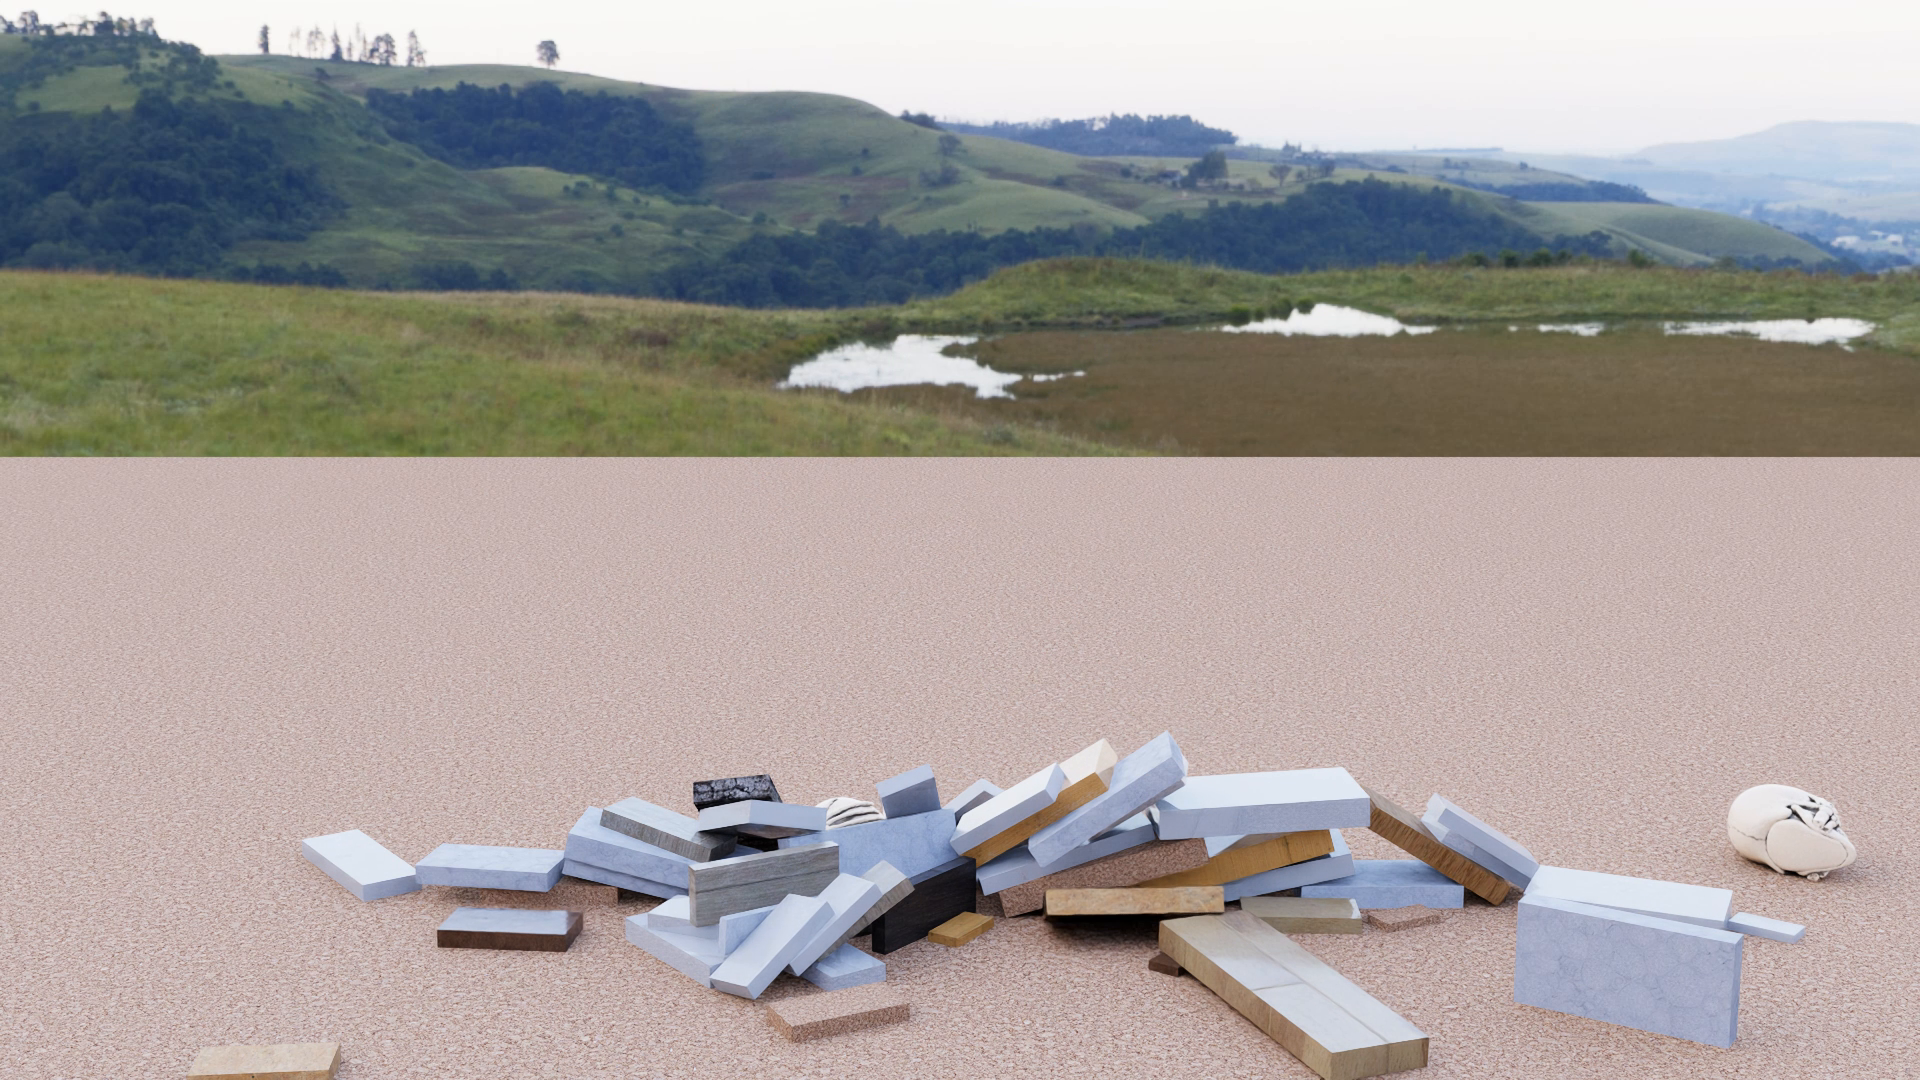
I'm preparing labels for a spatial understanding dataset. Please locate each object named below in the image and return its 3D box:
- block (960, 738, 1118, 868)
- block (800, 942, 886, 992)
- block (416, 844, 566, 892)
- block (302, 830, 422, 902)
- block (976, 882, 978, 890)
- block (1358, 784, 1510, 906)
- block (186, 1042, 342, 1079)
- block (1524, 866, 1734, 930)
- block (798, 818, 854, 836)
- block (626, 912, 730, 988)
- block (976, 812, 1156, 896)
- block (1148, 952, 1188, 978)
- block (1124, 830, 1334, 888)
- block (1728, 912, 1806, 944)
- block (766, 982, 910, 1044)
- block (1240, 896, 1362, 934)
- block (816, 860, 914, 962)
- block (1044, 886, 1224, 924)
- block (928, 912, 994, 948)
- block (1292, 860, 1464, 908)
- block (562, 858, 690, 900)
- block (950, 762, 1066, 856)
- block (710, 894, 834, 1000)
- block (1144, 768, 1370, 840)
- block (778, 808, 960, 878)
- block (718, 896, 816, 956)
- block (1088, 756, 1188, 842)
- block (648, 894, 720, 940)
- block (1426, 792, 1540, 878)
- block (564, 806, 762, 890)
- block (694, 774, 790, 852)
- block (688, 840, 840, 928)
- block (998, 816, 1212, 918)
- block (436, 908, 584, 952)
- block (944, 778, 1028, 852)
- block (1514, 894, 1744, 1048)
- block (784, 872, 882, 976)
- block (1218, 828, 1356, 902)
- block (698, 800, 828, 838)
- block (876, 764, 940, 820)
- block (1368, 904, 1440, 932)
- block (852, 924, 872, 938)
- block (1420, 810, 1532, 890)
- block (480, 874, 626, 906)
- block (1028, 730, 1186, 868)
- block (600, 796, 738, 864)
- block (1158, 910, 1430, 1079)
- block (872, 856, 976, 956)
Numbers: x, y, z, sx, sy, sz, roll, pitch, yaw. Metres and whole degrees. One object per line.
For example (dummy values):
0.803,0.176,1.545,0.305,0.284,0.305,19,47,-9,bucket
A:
0.128,0.434,3.612,0.274,0.039,0.137,-33,10,18,block
-0.204,0.638,3.338,0.094,0.027,0.187,-7,13,-35,block
-0.774,0.544,3.654,0.228,0.032,0.114,2,11,10,block
-1.028,0.556,3.772,0.102,0.029,0.291,-8,13,-35,block
-0.028,0.577,3.694,0.109,0.015,0.054,-3,11,-17,block
0.777,0.504,3.649,0.265,0.038,0.133,31,9,-6,block
-0.934,0.709,2.956,0.183,0.026,0.091,-1,11,-6,block
1.079,0.589,3.553,0.307,0.043,0.153,5,12,24,block
-0.198,0.534,3.899,0.184,0.026,0.092,10,14,42,block
-0.397,0.622,3.395,0.128,0.036,0.256,-8,13,-37,block
0.168,0.510,3.601,0.294,0.028,0.097,-17,10,-6,block
0.338,0.640,3.360,0.052,0.015,0.104,8,13,37,block
0.434,0.515,3.648,0.342,0.048,0.171,-16,10,1,block
1.280,0.616,3.490,0.104,0.015,0.052,8,13,38,block
-0.174,0.674,3.143,0.183,0.026,0.091,-5,12,-27,block
0.545,0.602,3.530,0.186,0.026,0.093,1,11,3,block
-0.165,0.564,3.353,0.182,0.026,0.091,-35,22,-16,block
0.271,0.576,3.472,0.275,0.039,0.137,-1,-15,0,block
0.002,0.617,3.483,0.054,0.015,0.109,7,12,32,block
0.690,0.572,3.661,0.265,0.038,0.133,0,11,-1,block
-0.536,0.548,3.659,0.228,0.032,0.114,14,10,-2,block
0.078,0.437,3.572,0.194,0.028,0.097,-32,10,22,block
-0.278,0.602,3.266,0.092,0.026,0.184,0,36,48,block
0.481,0.430,3.602,0.342,0.048,0.171,-3,11,-4,block
-0.139,0.533,3.547,0.303,0.152,0.043,-6,-5,-31,block
-0.278,0.585,3.355,0.015,0.054,0.223,11,10,42,block
0.284,0.417,3.579,0.187,0.027,0.094,-33,9,17,block
-0.382,0.588,3.409,0.182,0.026,0.091,5,11,23,block
0.869,0.491,3.656,0.186,0.026,0.093,31,9,-4,block
-0.490,0.521,3.653,0.303,0.043,0.152,14,10,1,block
-0.364,0.472,3.746,0.128,0.036,0.256,-7,-29,4,block
-0.301,0.531,3.398,0.242,0.091,0.026,-6,12,-29,block
0.234,0.526,3.624,0.342,0.048,0.171,-16,10,4,block
-0.707,0.613,3.464,0.204,0.029,0.102,1,10,6,block
0.071,0.480,3.758,0.194,0.097,0.028,33,29,-35,block
0.949,0.611,3.134,0.307,0.153,0.043,7,13,33,block
-0.209,0.577,3.309,0.182,0.026,0.091,-41,25,-27,block
0.512,0.544,3.657,0.266,0.038,0.133,-12,10,2,block
-0.322,0.454,3.565,0.128,0.036,0.256,10,-14,-23,block
-0.077,0.463,3.670,0.092,0.026,0.313,-21,-29,-7,block
0.713,0.608,3.533,0.104,0.015,0.052,-5,12,-26,block
-0.138,0.600,3.488,0.095,0.047,0.013,-7,12,-32,block
0.866,0.517,3.676,0.186,0.026,0.093,30,9,-16,block
-0.675,0.573,3.670,0.228,0.032,0.114,0,11,2,block
0.235,0.417,3.548,0.275,0.039,0.137,-34,9,9,block
-0.484,0.483,3.662,0.204,0.029,0.102,17,11,17,block
0.471,0.650,3.180,0.153,0.043,0.495,-3,13,-22,block
-0.055,0.577,3.484,0.027,0.094,0.231,8,13,37,block
